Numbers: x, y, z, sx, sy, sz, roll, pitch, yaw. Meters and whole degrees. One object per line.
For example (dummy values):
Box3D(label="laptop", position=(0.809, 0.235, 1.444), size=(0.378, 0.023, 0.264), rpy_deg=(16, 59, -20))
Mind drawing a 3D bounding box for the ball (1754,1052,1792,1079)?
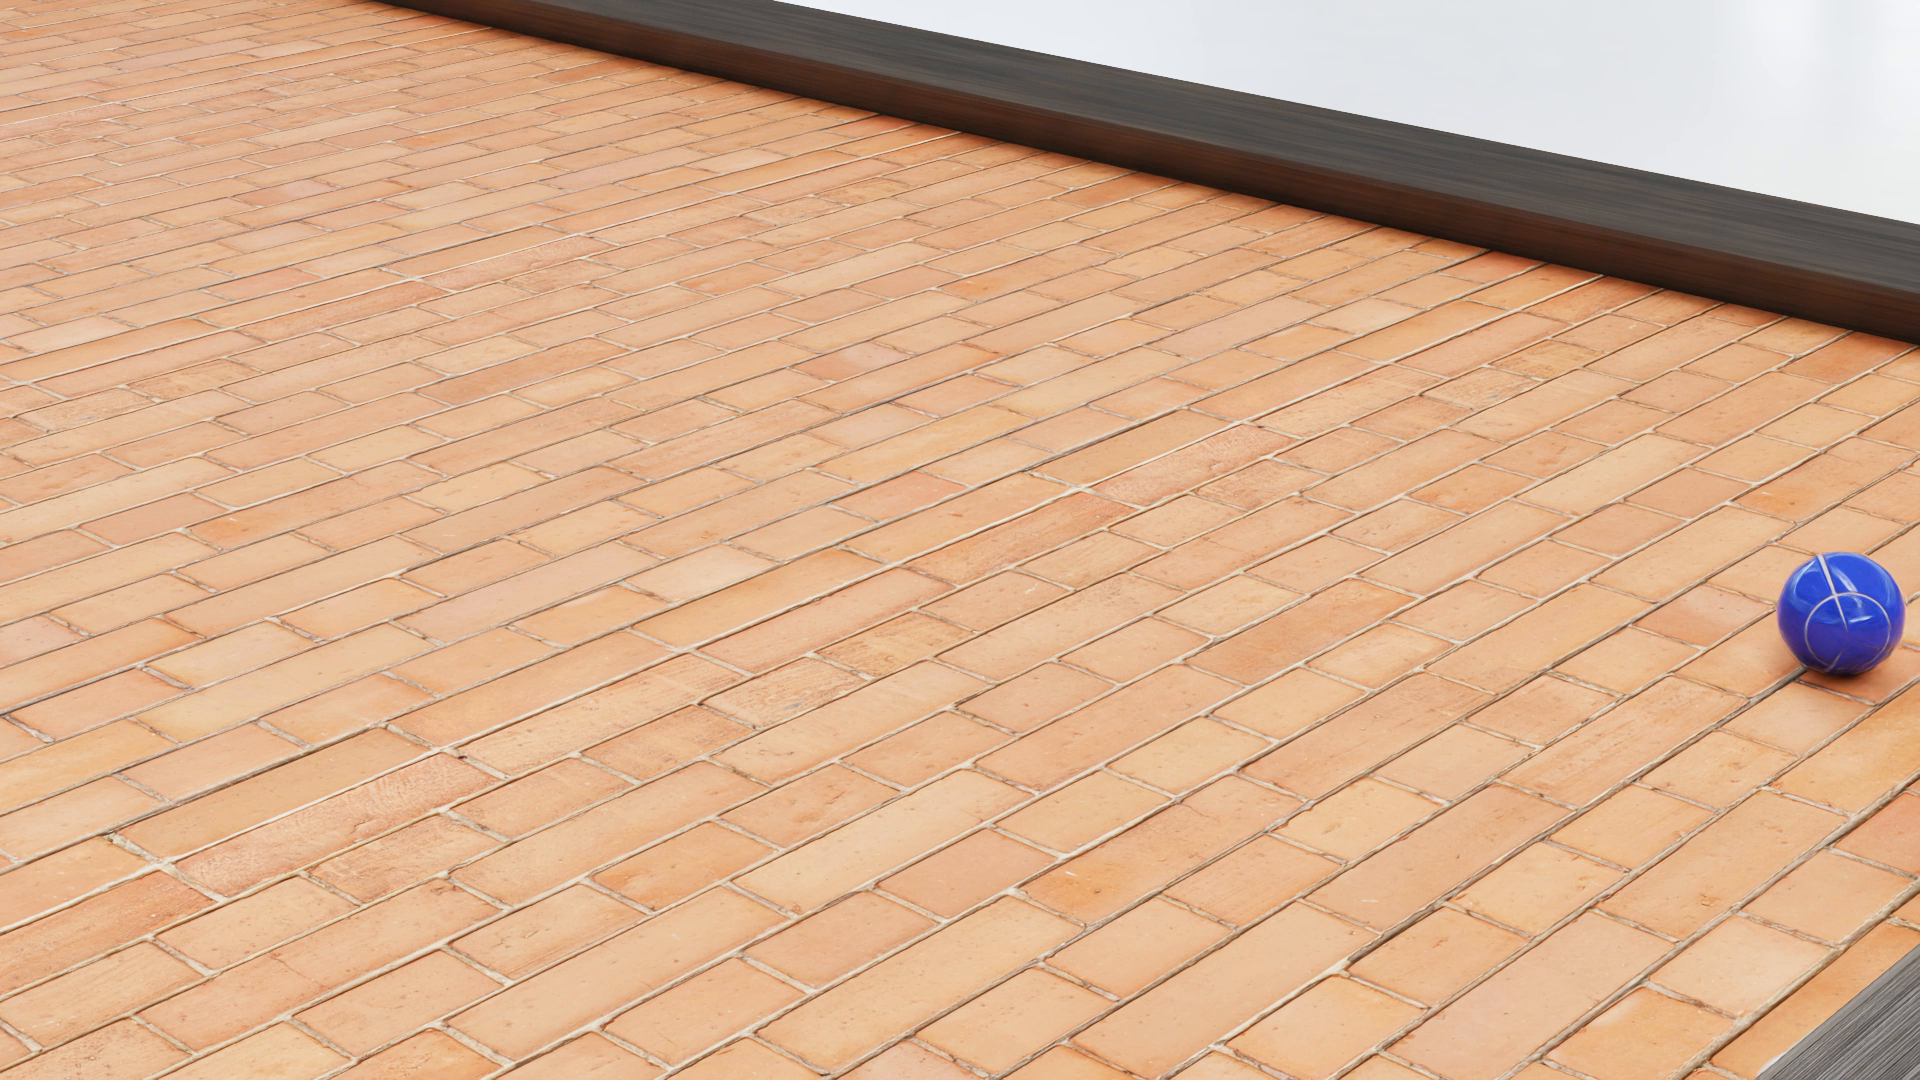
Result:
Box3D(label="ball", position=(0.495, 0.330, 1.745), size=(0.050, 0.050, 0.050), rpy_deg=(0, 22, 0))

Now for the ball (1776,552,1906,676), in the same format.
Box3D(label="ball", position=(0.704, 0.059, 2.350), size=(0.099, 0.099, 0.099), rpy_deg=(0, 22, 0))

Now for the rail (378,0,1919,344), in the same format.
Box3D(label="rail", position=(0.009, -0.605, 3.957), size=(4.055, 0.129, 0.045), rpy_deg=(19, 29, 39))

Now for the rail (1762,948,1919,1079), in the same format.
Box3D(label="rail", position=(0.732, 0.210, 1.934), size=(0.045, 0.129, 2.299), rpy_deg=(19, 29, 39))
